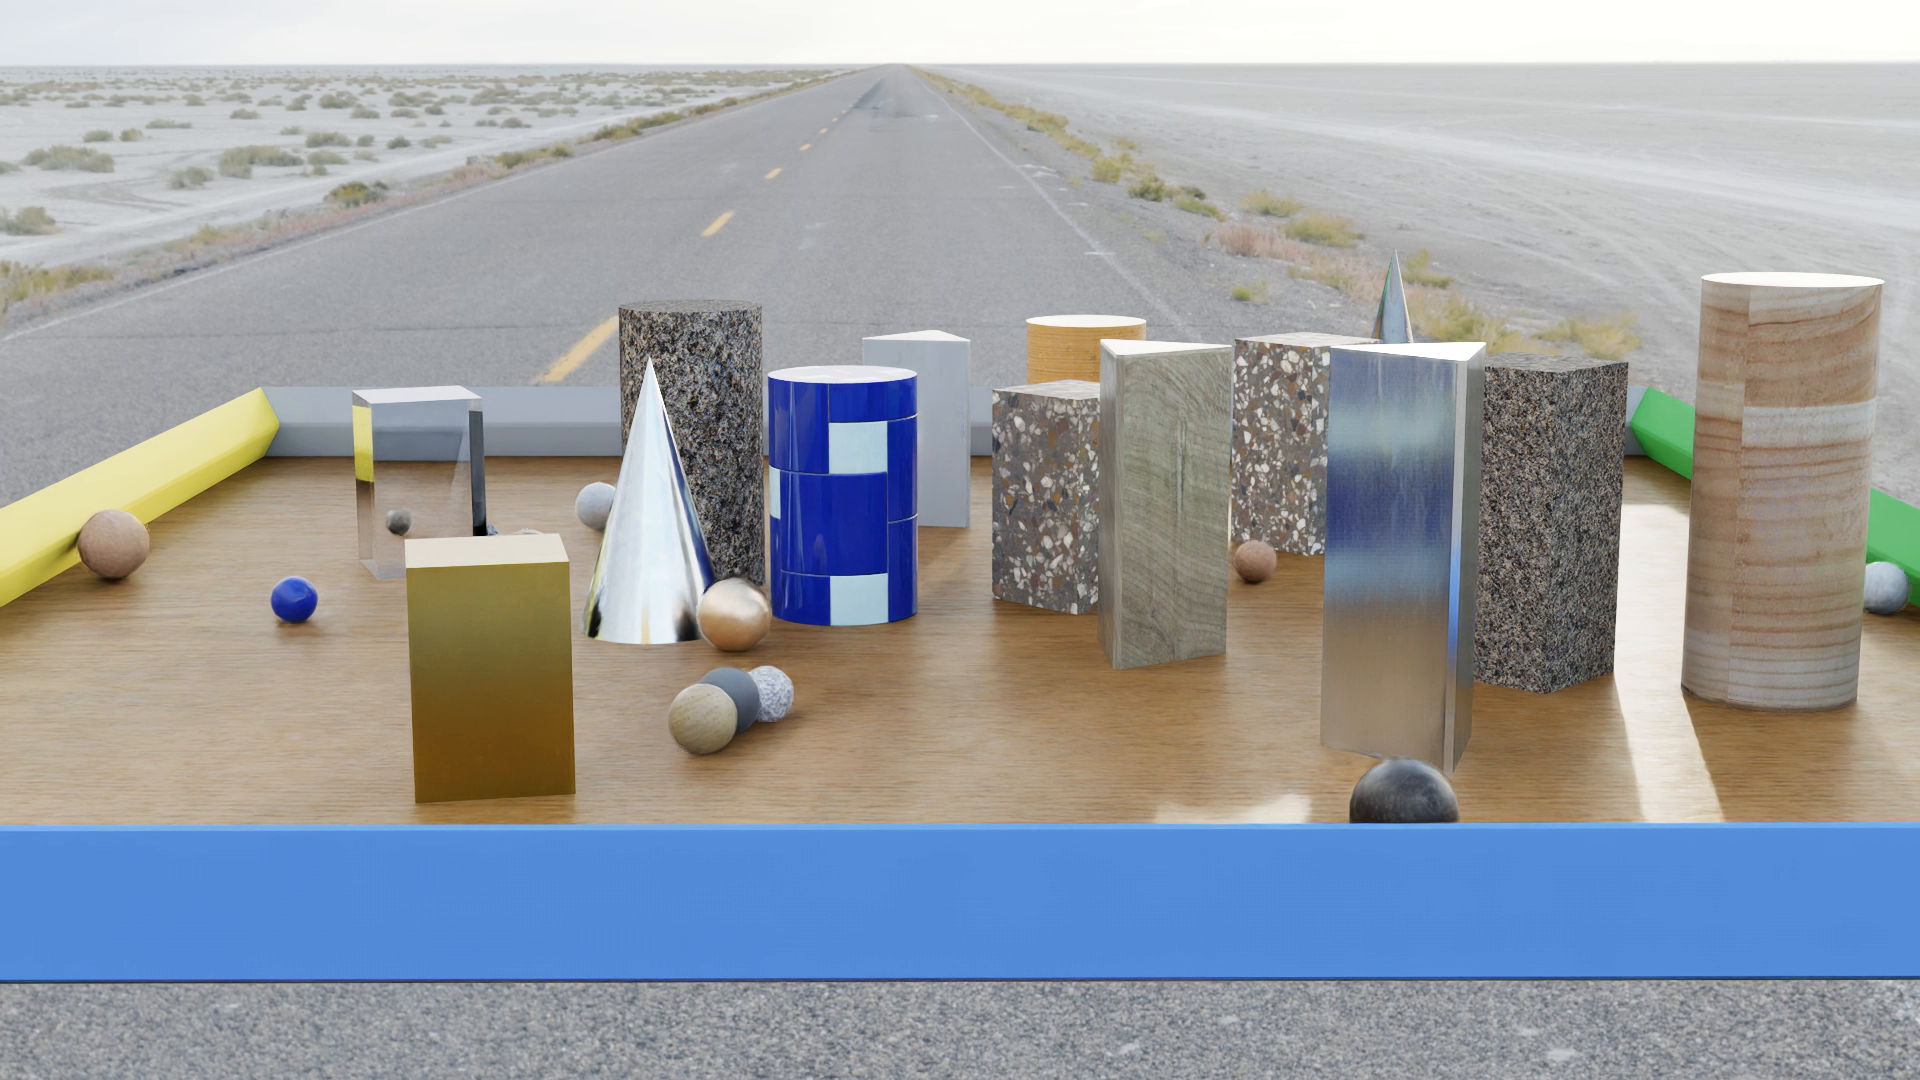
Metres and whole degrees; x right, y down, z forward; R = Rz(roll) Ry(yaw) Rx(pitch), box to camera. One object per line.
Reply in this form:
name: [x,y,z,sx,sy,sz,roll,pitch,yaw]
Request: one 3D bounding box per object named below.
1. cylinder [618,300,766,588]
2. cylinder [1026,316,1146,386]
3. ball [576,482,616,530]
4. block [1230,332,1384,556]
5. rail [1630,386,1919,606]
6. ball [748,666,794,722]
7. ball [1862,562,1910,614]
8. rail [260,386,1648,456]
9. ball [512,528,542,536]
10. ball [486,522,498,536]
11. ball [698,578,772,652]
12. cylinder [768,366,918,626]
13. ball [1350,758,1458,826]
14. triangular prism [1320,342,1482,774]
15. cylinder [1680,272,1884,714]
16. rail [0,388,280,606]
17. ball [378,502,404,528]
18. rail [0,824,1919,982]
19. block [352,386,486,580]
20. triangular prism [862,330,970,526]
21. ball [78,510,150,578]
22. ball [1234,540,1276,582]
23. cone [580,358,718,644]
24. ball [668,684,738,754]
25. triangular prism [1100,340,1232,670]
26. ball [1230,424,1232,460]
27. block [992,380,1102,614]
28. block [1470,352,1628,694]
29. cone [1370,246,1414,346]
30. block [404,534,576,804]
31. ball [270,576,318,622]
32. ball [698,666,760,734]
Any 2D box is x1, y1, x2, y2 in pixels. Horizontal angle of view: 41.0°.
cylinder: [-0.377,-0.133,3.618,0.199,0.396,0.199,0,10,0]
cylinder: [0.210,-0.214,4.300,0.199,0.307,0.199,0,10,0]
ball: [-0.572,-0.053,4.070,0.076,0.076,0.076,0,10,0]
block: [0.532,-0.151,3.943,0.159,0.315,0.159,-9,14,-40]
rail: [1.286,0.032,3.456,0.045,0.129,2.838,0,10,0]
ball: [-0.218,0.173,2.883,0.062,0.062,0.062,0,10,0]
ball: [1.238,0.064,3.448,0.071,0.071,0.071,0,10,0]
rail: [-0.008,-0.221,4.821,2.619,0.129,0.045,0,10,0]
ball: [-0.617,0.021,3.669,0.075,0.075,0.075,0,10,0]
ball: [-0.723,-0.004,3.881,0.048,0.048,0.048,0,10,0]
ball: [-0.284,0.094,3.229,0.092,0.092,0.092,0,10,0]
cylinder: [-0.157,-0.063,3.444,0.199,0.322,0.199,0,10,0]
ball: [0.408,0.251,2.361,0.099,0.099,0.099,0,10,0]
triangular prism: [0.505,0.011,2.741,0.149,0.433,0.172,-9,14,-41]
cylinder: [0.951,-0.059,2.976,0.199,0.485,0.199,0,10,0]
rail: [-1.286,0.035,3.441,0.045,0.129,2.838,0,10,0]
ball: [-0.908,-0.040,4.093,0.042,0.042,0.042,0,10,0]
rail: [0.008,0.287,2.077,2.619,0.129,0.045,0,10,0]
block: [-0.792,-0.087,3.761,0.159,0.255,0.159,-4,11,-22]
triangular prism: [-0.056,-0.184,4.163,0.172,0.298,0.149,2,11,11]
ball: [-1.217,0.005,3.690,0.099,0.099,0.099,0,10,0]
ball: [0.421,0.030,3.663,0.059,0.059,0.059,0,10,0]
cone: [-0.400,-0.061,3.339,0.199,0.357,0.199,0,10,0]
ball: [-0.275,0.191,2.750,0.075,0.075,0.075,0,10,0]
triangular prism: [0.222,-0.052,3.209,0.172,0.386,0.149,-7,13,-33]
ball: [0.520,-0.181,4.757,0.076,0.076,0.076,0,10,0]
block: [0.157,-0.063,3.532,0.159,0.290,0.159,10,15,44]
block: [0.683,-0.026,3.086,0.159,0.379,0.159,10,14,43]
cone: [0.699,-0.257,4.165,0.199,0.442,0.199,0,10,0]
block: [-0.484,0.128,2.636,0.159,0.240,0.159,-2,11,-12]
ball: [-0.881,0.079,3.396,0.061,0.061,0.061,0,10,0]
ball: [-0.257,0.177,2.827,0.075,0.075,0.075,0,10,0]
